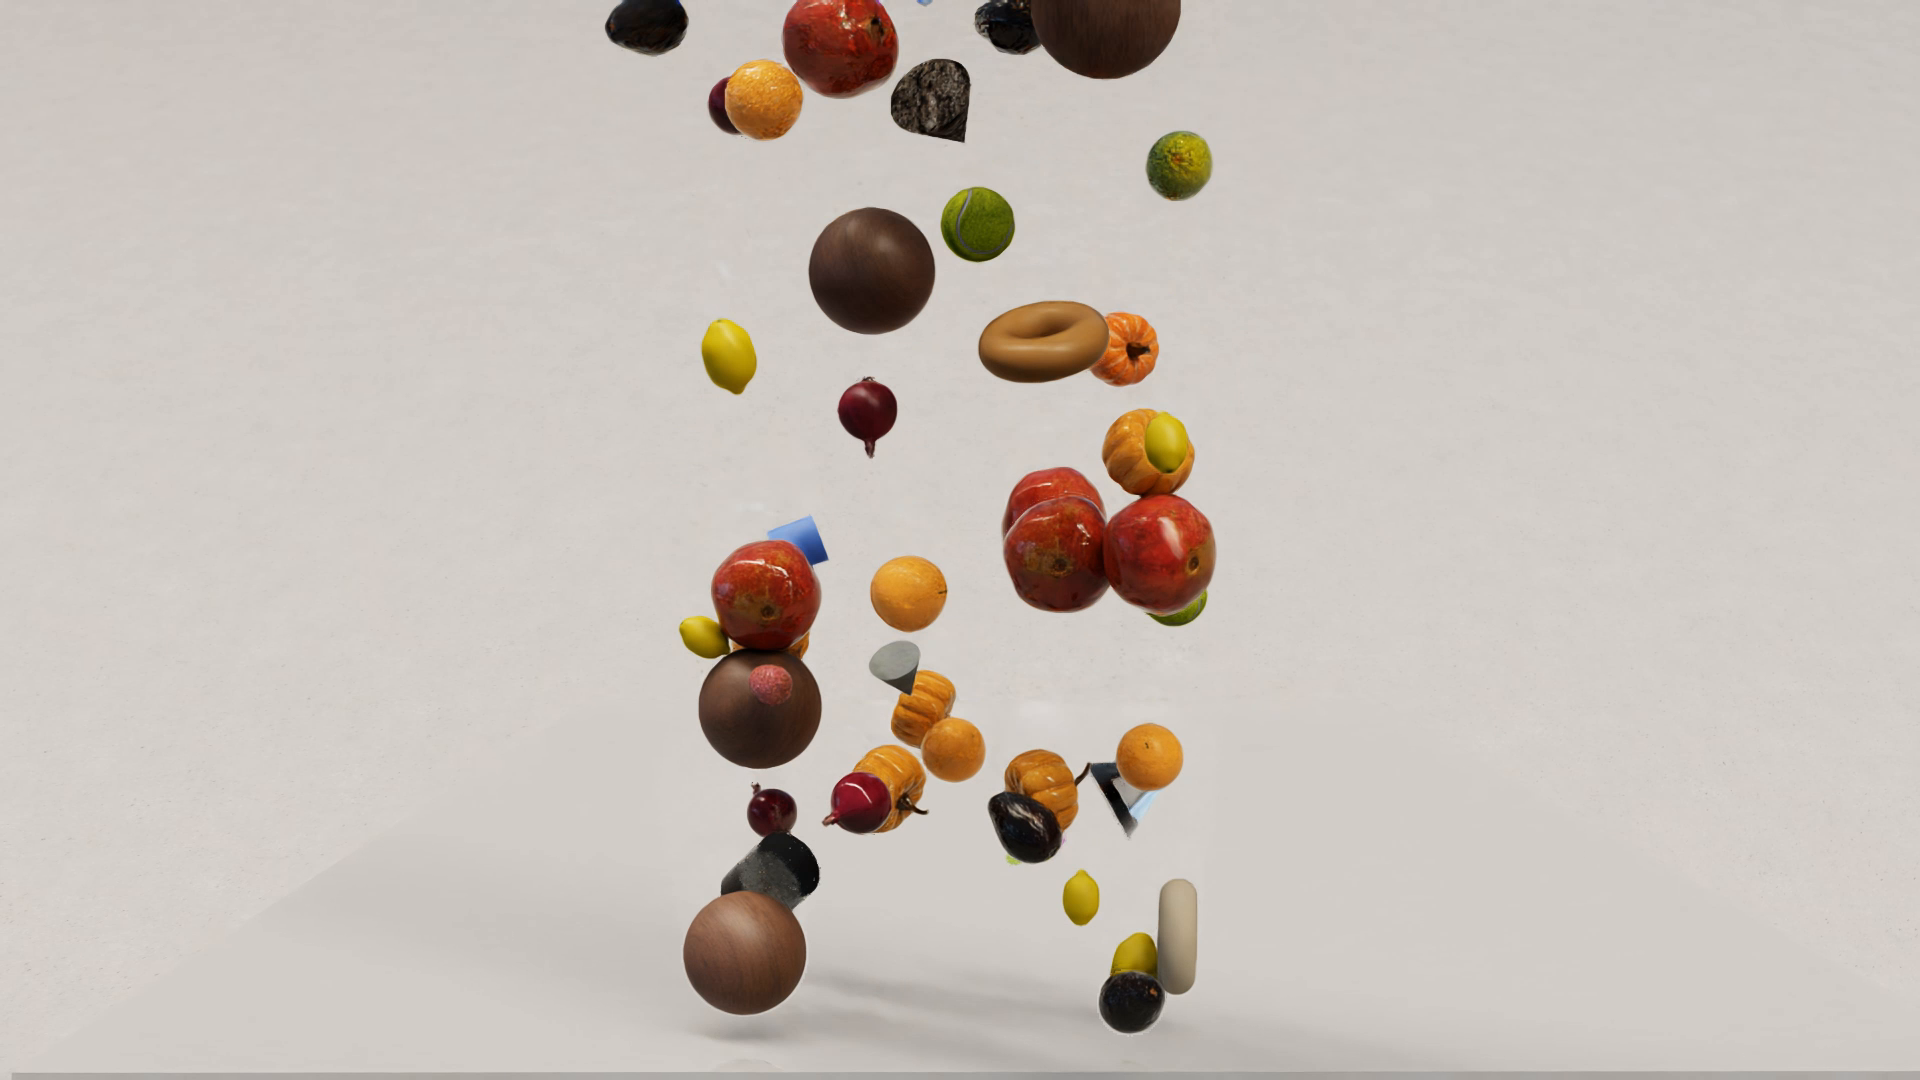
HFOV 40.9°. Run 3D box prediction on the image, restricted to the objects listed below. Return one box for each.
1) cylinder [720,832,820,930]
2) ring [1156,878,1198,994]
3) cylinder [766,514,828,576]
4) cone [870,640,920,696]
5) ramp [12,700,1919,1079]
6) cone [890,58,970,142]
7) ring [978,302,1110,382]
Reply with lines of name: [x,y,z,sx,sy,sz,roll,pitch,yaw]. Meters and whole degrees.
cylinder: [-0.206,0.371,2.799,0.078,0.078,0.078,25,42,-24]
ring: [0.229,0.417,2.714,0.041,0.122,0.122,2,25,5]
cylinder: [-0.174,0.006,2.764,0.052,0.052,0.052,-21,28,-4]
cone: [-0.063,0.153,2.847,0.059,0.059,0.059,-13,40,11]
ramp: [0.057,0.517,4.557,2.000,0.100,4.000,0,2,0]
cone: [-0.012,-0.415,2.546,0.086,0.086,0.086,-11,61,21]
ring: [0.073,-0.173,2.244,0.116,0.039,0.116,-8,28,4]
